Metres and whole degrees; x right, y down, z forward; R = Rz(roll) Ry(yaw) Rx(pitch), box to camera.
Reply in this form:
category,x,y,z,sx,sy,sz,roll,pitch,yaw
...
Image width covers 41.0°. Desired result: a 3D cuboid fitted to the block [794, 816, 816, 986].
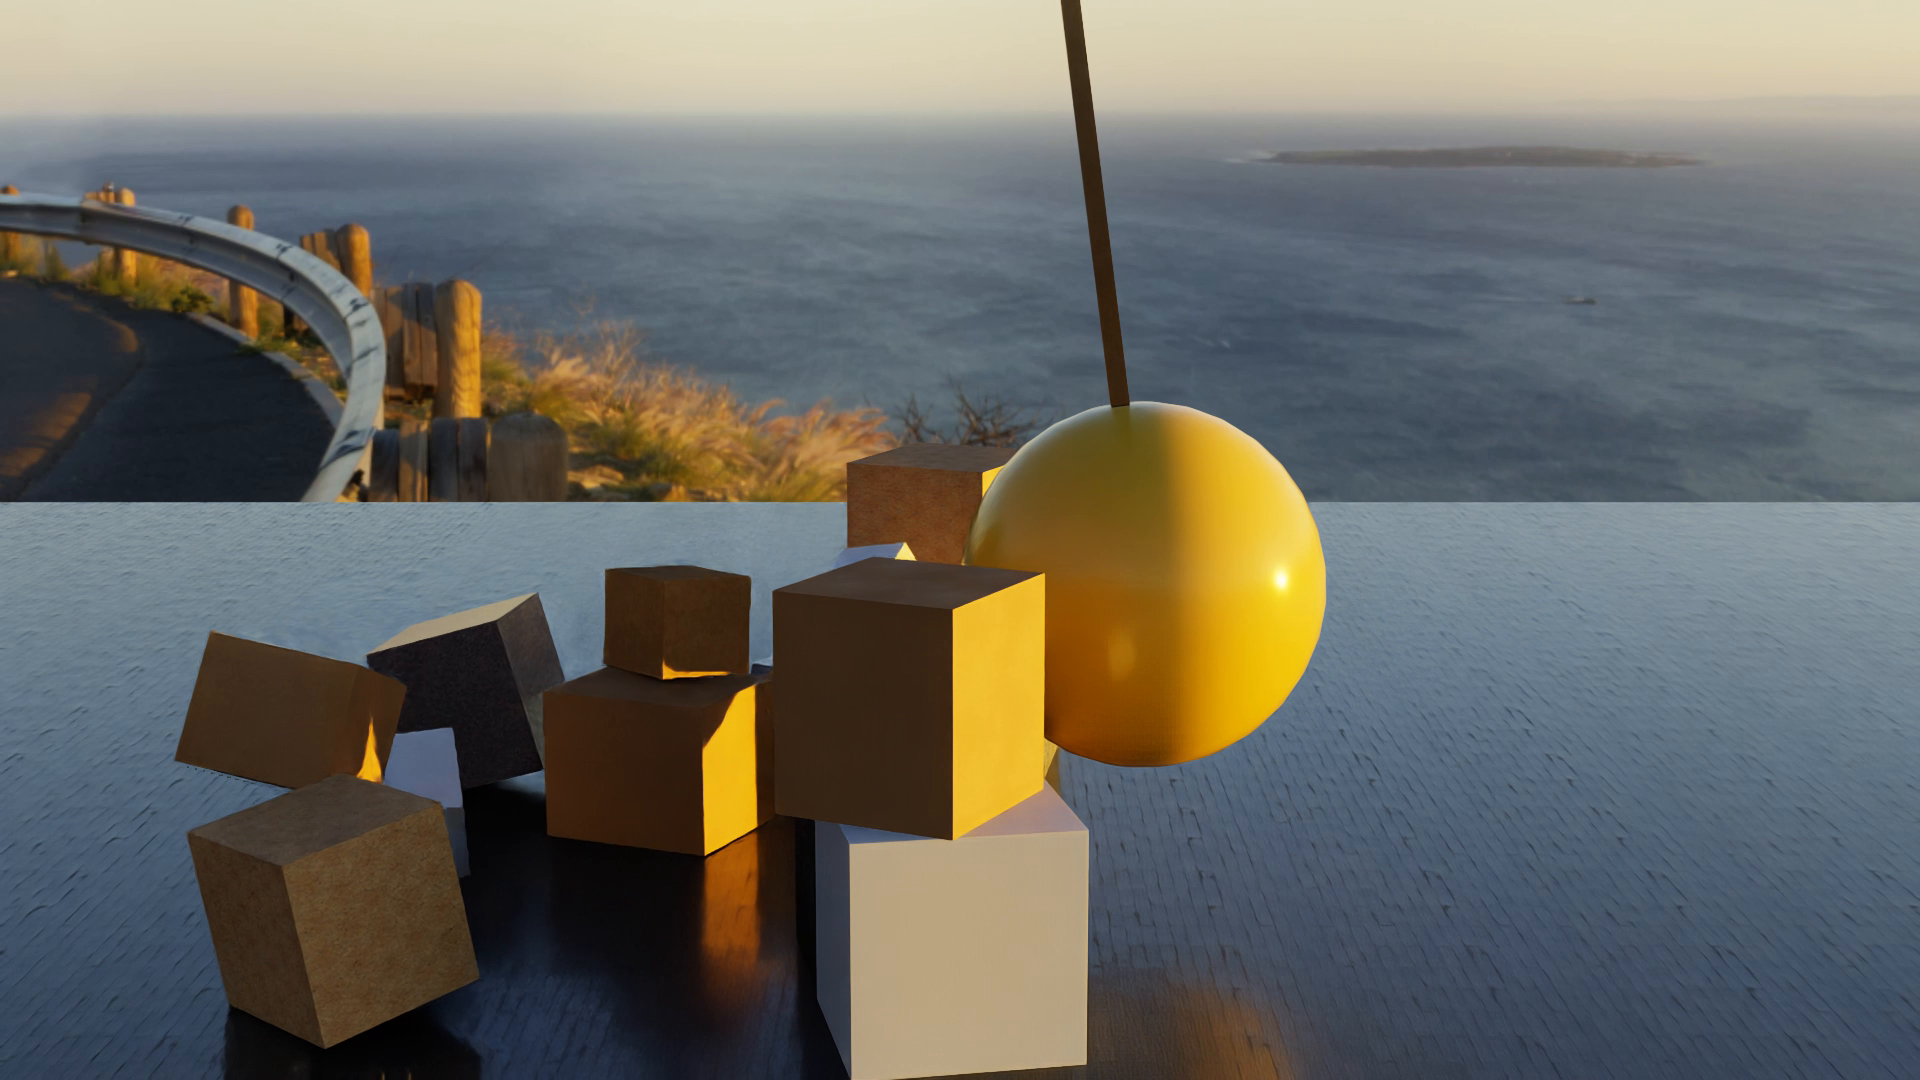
category,x,y,z,sx,sy,sz,roll,pitch,yaw
block,-0.279,1.322,10.223,0.674,0.742,0.692,-2,10,-11

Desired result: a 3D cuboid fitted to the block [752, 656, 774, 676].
category,x,y,z,sx,sy,sz,roll,pitch,yaw
block,-0.526,0.923,12.497,0.723,0.713,0.657,6,12,28

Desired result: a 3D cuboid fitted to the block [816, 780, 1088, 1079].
category,x,y,z,sx,sy,sz,roll,pitch,yaw
block,-0.048,1.394,9.458,0.854,0.873,0.849,-2,11,-11

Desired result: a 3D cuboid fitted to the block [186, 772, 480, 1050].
category,x,y,z,sx,sy,sz,roll,pitch,yaw
block,-2.355,1.372,9.644,0.661,0.711,0.759,-21,18,-39

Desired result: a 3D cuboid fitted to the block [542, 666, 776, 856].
category,x,y,z,sx,sy,sz,roll,pitch,yaw
block,-1.405,1.012,12.054,0.839,0.688,0.688,4,11,23

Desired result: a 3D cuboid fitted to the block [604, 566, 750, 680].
category,x,y,z,sx,sy,sz,roll,pitch,yaw
block,-1.358,0.386,12.287,0.472,0.460,0.555,-2,7,-37

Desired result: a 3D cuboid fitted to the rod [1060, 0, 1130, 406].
category,x,y,z,sx,sy,sz,roll,pitch,yaw
rod,0.345,-3.122,10.613,0.080,5.200,0.080,-8,10,1

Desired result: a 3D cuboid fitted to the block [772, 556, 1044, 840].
category,x,y,z,sx,sy,sz,roll,pitch,yaw
block,-0.177,0.554,9.339,0.721,0.821,0.738,5,12,27

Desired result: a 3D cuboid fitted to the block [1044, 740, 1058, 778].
category,x,y,z,sx,sy,sz,roll,pitch,yaw
block,0.045,0.689,13.247,0.865,0.904,0.867,1,10,8

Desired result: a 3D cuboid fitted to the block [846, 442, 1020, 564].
category,x,y,z,sx,sy,sz,roll,pitch,yaw
block,-0.056,-0.050,12.734,0.726,0.734,0.787,5,11,24

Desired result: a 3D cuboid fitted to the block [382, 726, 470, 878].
category,x,y,z,sx,sy,sz,roll,pitch,yaw
block,-2.418,1.173,11.183,0.486,0.486,0.450,-7,47,-13

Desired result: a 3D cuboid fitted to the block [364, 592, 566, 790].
category,x,y,z,sx,sy,sz,roll,pitch,yaw
block,-2.402,0.772,12.740,0.689,0.763,0.694,-15,8,10

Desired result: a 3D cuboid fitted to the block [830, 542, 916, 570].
category,x,y,z,sx,sy,sz,roll,pitch,yaw
block,-0.408,0.311,12.148,0.374,0.382,0.430,-6,38,36

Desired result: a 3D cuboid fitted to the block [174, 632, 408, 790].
category,x,y,z,sx,sy,sz,roll,pitch,yaw
block,-2.723,0.745,10.495,0.634,0.530,0.635,12,-9,8

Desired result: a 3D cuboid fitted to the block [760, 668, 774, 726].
category,x,y,z,sx,sy,sz,roll,pitch,yaw
block,-0.522,0.679,10.265,0.374,0.421,0.405,-14,9,11

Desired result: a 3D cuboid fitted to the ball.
category,x,y,z,sx,sy,sz,roll,pitch,yaw
ball,0.797,0.194,11.216,1.600,1.600,1.600,0,10,0
